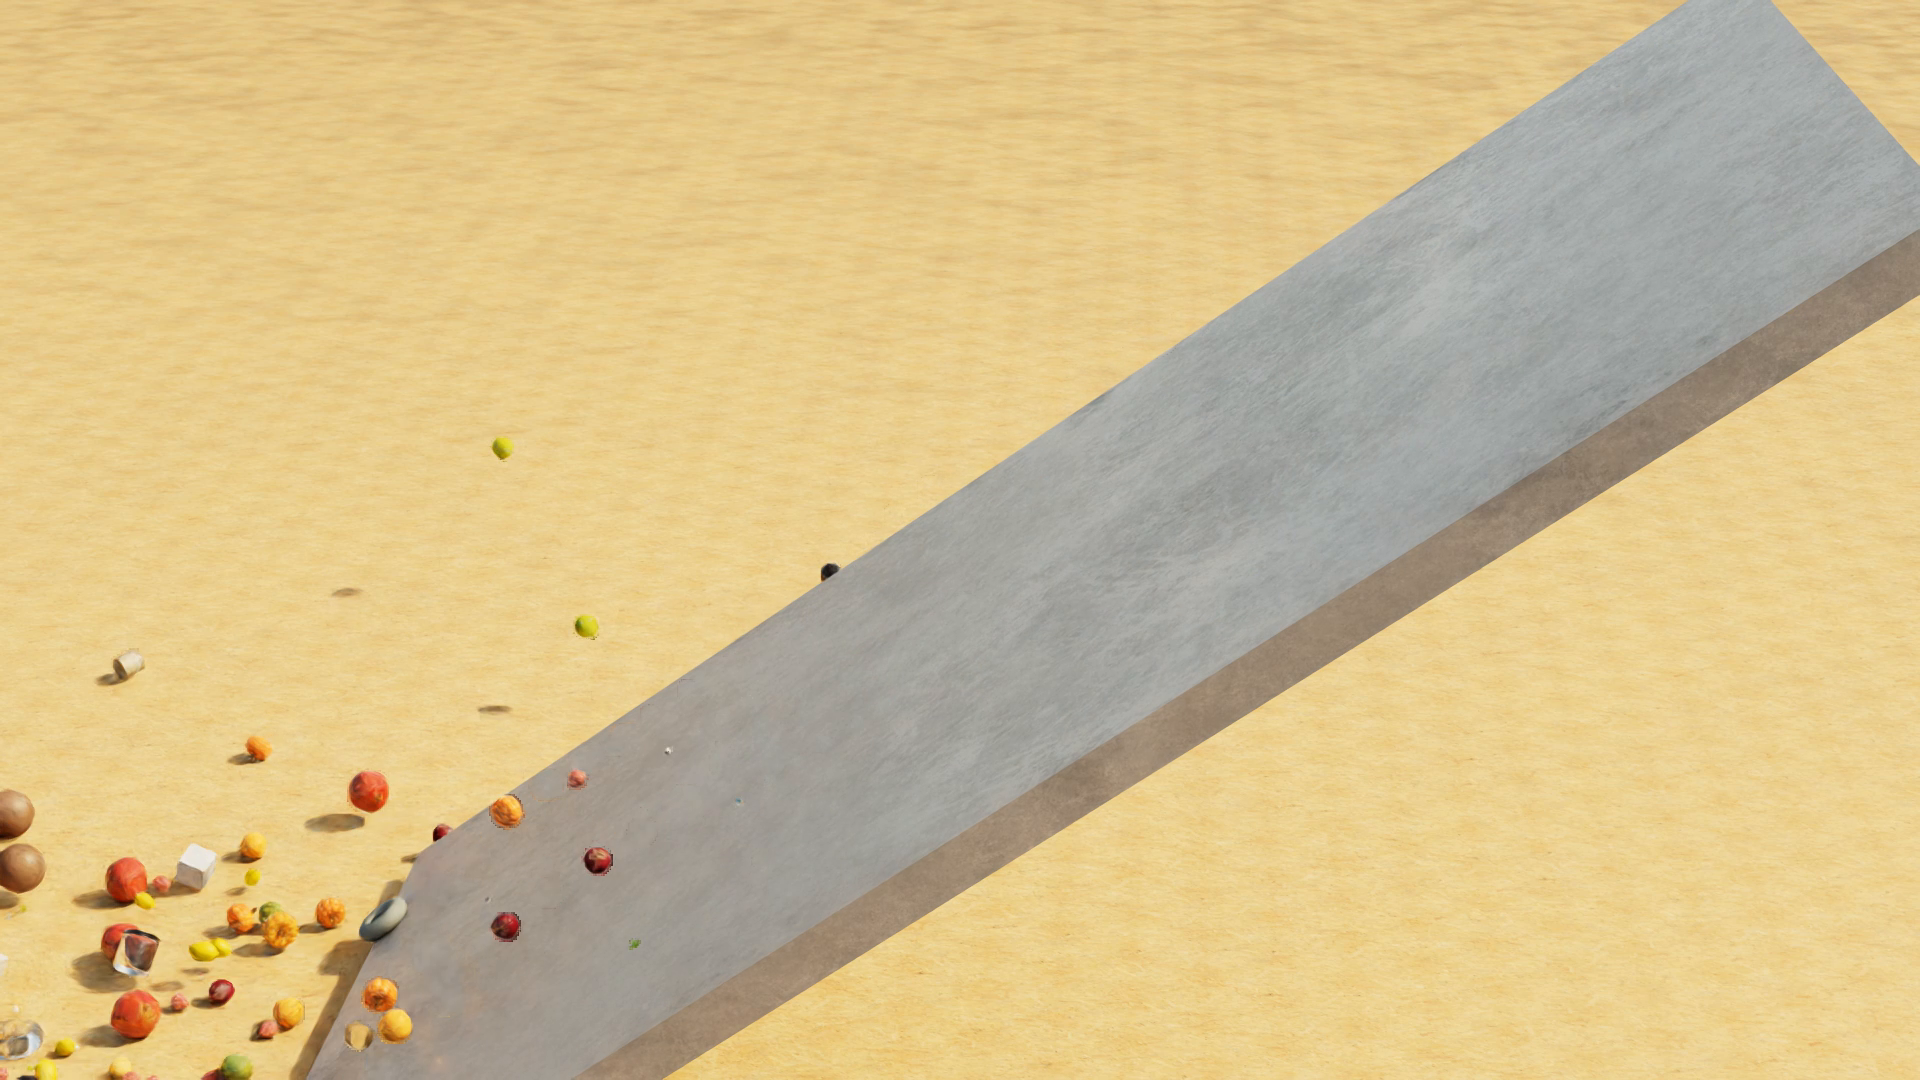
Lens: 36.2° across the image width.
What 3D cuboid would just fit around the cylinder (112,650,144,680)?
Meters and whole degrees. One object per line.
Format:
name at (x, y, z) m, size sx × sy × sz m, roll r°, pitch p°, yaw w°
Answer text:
cylinder at (-2.534, 0.379, 8.963) m, size 0.069 × 0.069 × 0.069 m, roll 18°, pitch 32°, yaw 36°

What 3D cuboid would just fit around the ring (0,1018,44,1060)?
ring at (-2.263, 1.193, 7.033) m, size 0.143 × 0.048 × 0.143 m, roll 1°, pitch 22°, yaw 0°

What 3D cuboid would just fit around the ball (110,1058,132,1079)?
ball at (-1.972, 1.241, 6.910) m, size 0.051 × 0.051 × 0.051 m, roll 0°, pitch 22°, yaw 0°

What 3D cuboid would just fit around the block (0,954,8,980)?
block at (-2.401, 1.049, 7.171) m, size 0.095 × 0.095 × 0.095 m, roll 27°, pitch 14°, yaw 17°

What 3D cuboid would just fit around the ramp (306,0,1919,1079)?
ramp at (0.131, 0.177, 6.317) m, size 4.000 × 0.100 × 2.000 m, roll -34°, pitch 16°, yaw 16°

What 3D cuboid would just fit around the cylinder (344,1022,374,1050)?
cylinder at (-1.365, 1.125, 6.677) m, size 0.053 × 0.053 × 0.053 m, roll -11°, pitch 5°, yaw -26°

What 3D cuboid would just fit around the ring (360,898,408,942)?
ring at (-1.445, 0.951, 7.369) m, size 0.139 × 0.046 × 0.139 m, roll -34°, pitch 15°, yaw 11°

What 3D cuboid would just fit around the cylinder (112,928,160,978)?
cylinder at (-2.045, 1.025, 7.301) m, size 0.093 × 0.093 × 0.093 m, roll 6°, pitch 65°, yaw 14°

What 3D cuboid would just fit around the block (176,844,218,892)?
block at (-2.012, 0.861, 7.748) m, size 0.075 × 0.075 × 0.075 m, roll 22°, pitch 38°, yaw 3°
